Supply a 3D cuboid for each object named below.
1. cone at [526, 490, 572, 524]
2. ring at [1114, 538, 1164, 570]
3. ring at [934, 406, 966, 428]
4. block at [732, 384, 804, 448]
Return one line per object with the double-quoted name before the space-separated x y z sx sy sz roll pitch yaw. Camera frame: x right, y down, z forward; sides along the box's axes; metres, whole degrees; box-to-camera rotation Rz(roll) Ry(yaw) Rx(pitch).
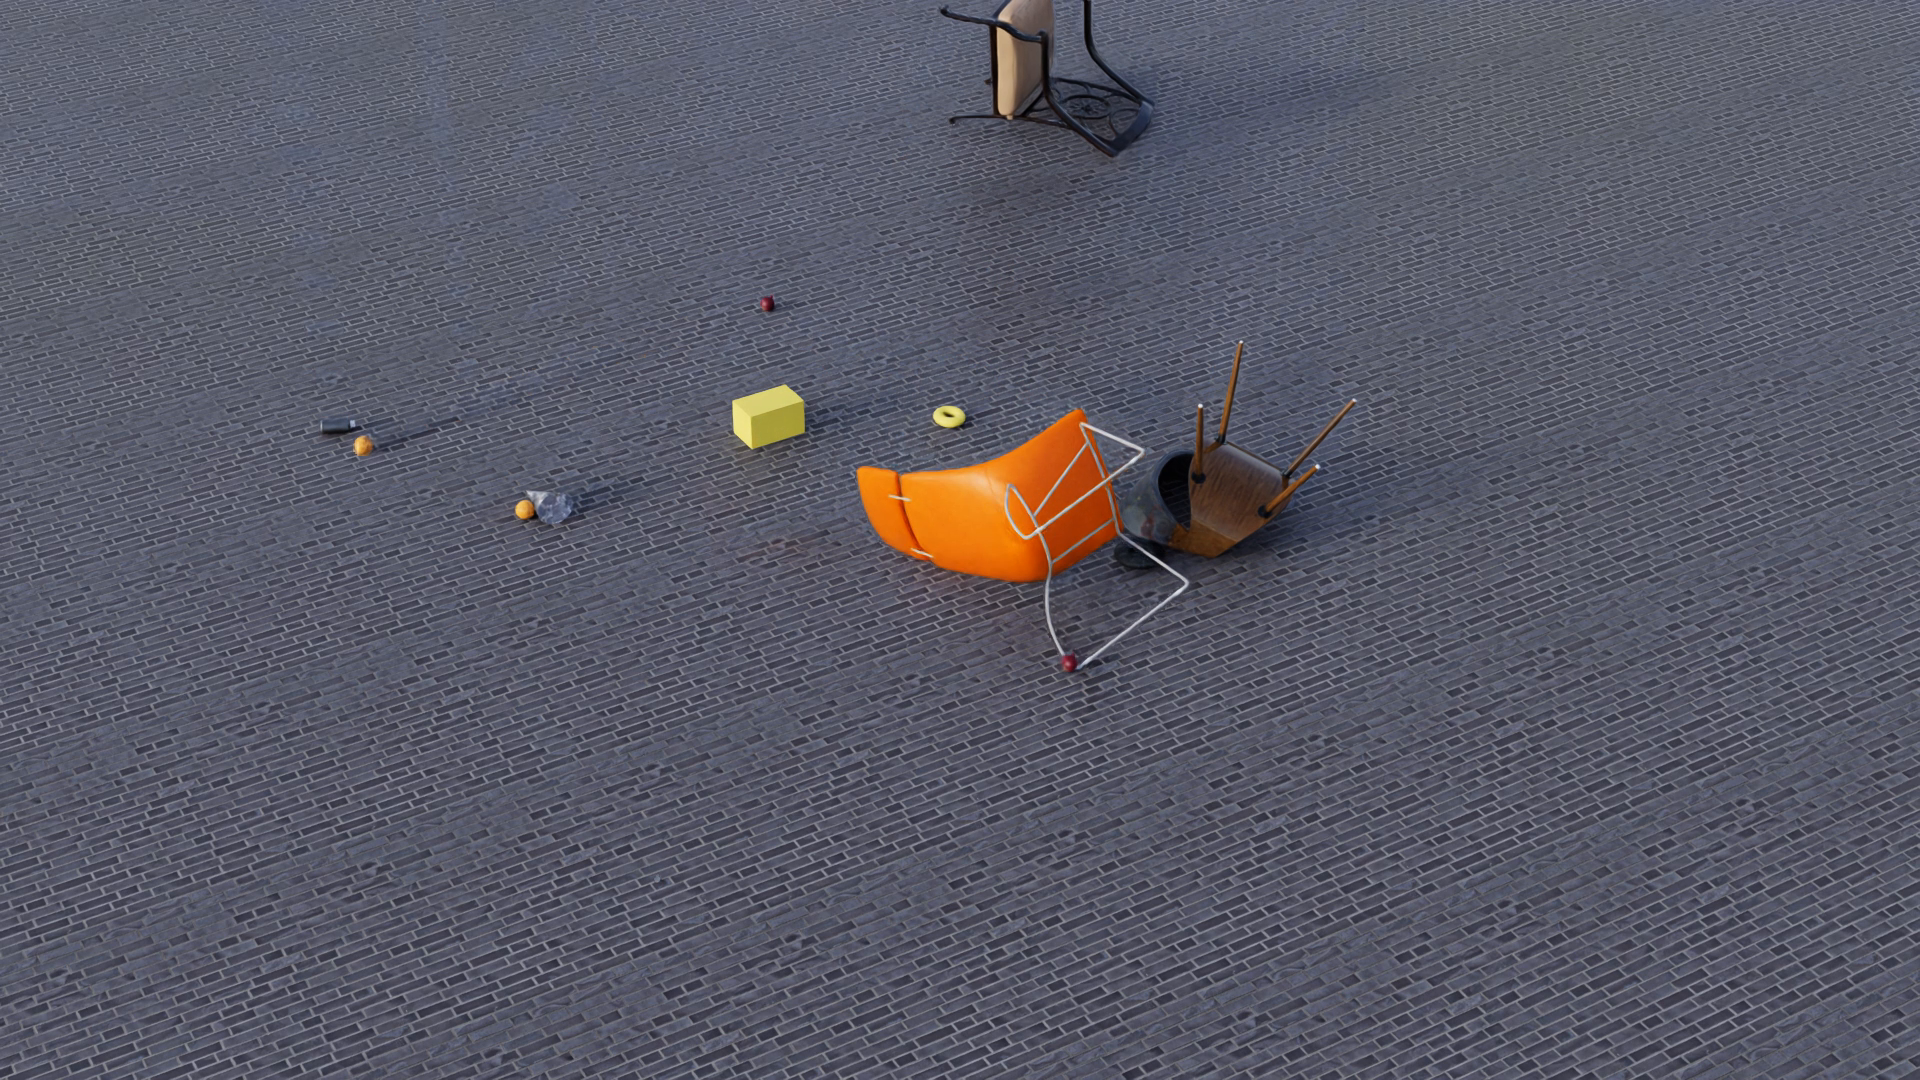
"cone" -1.592 -0.154 11.126 0.146 0.119 0.267 -21 26 -26
"ring" 0.663 0.051 10.830 0.190 0.043 0.187 -1 34 -2
"ring" -0.041 -0.490 11.654 0.126 0.039 0.142 -15 36 -24
"block" -0.753 -0.486 11.549 0.238 0.146 0.148 -19 38 -26
